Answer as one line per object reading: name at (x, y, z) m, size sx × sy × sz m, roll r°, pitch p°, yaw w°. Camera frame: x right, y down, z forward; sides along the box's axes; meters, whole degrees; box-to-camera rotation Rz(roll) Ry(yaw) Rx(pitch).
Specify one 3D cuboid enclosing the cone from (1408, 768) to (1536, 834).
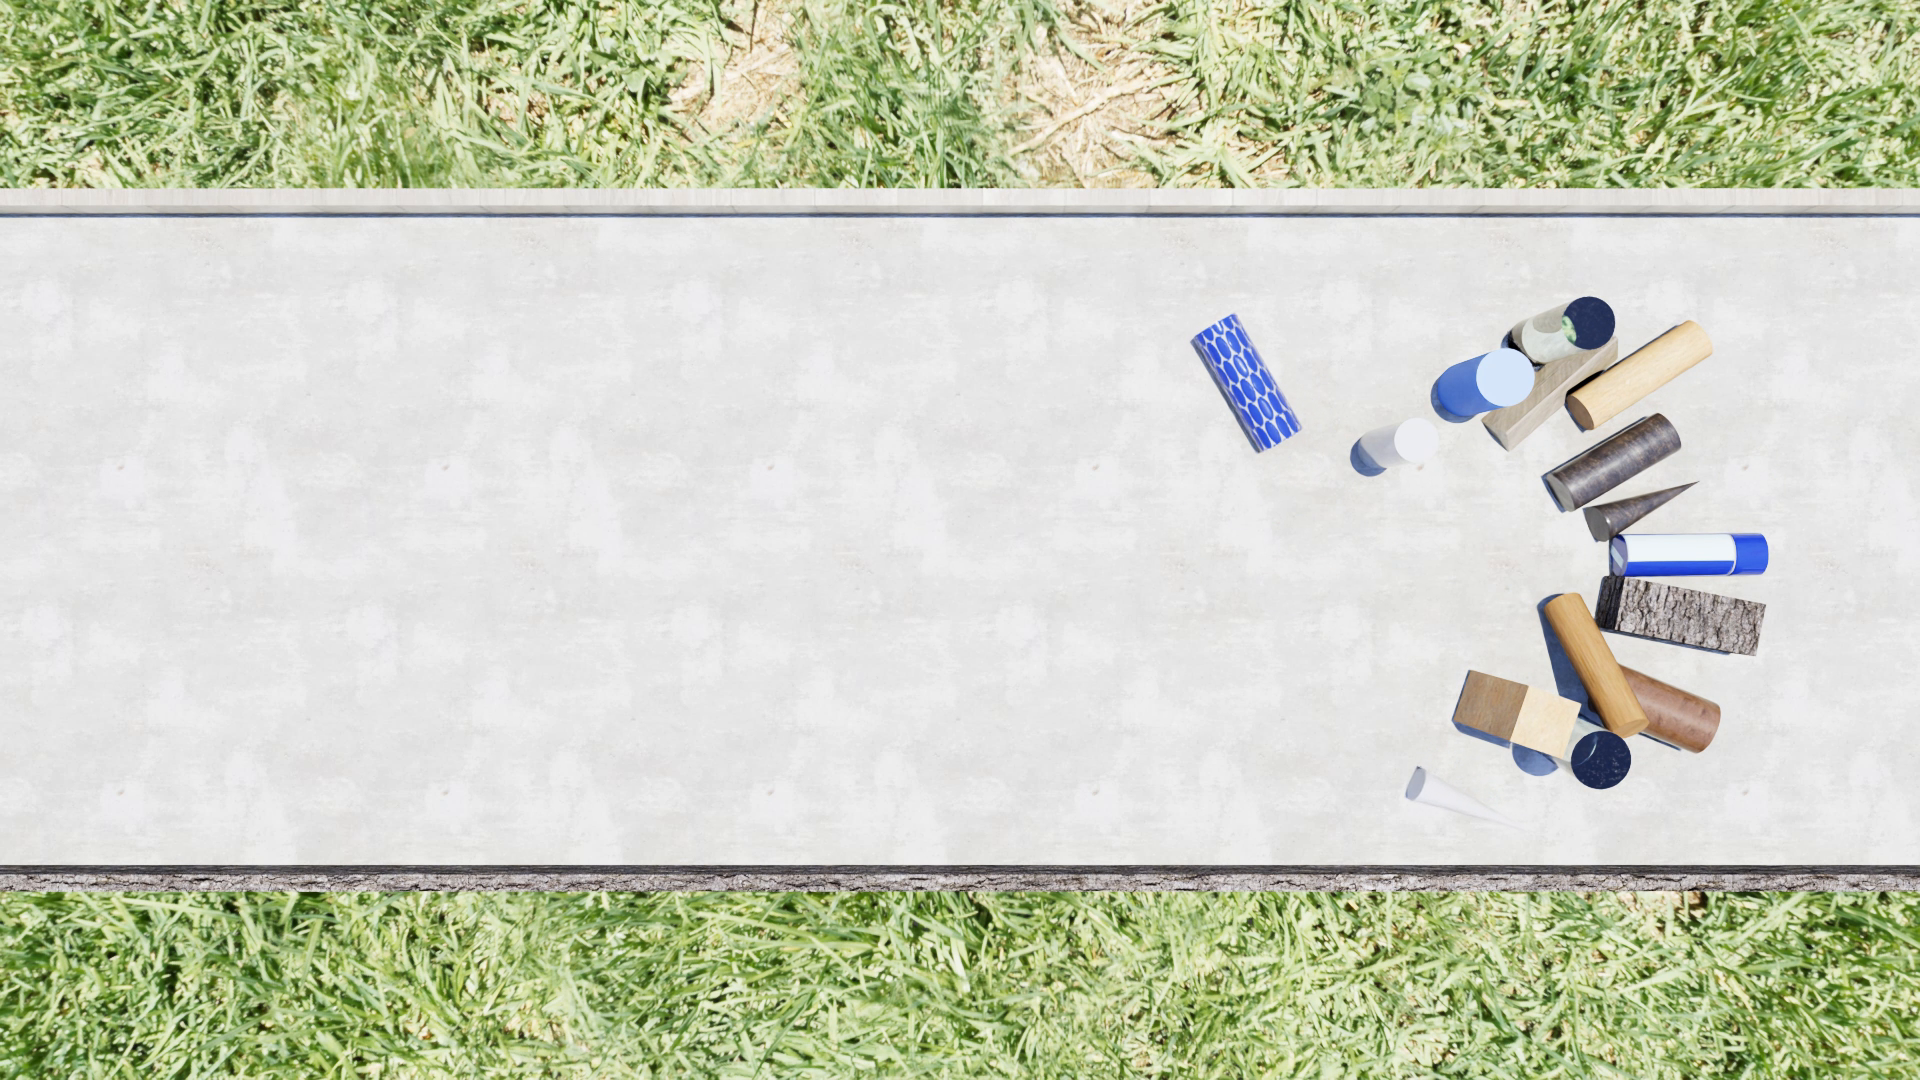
cone at (1.582, 0.823, 5.050) m, size 0.418 × 0.106 × 0.106 m, roll 23°, pitch 90°, yaw -7°

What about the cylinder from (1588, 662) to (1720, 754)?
cylinder at (2.099, 0.506, 4.992) m, size 0.333 × 0.168 × 0.168 m, roll 22°, pitch 90°, yaw 0°

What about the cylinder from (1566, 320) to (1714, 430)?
cylinder at (2.065, -0.500, 5.013) m, size 0.425 × 0.128 × 0.128 m, roll -32°, pitch 90°, yaw 0°

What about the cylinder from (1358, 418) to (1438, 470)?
cylinder at (1.287, -0.281, 4.861) m, size 0.126 × 0.431 × 0.126 m, roll 0°, pitch 90°, yaw 0°

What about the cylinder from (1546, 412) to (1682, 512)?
cylinder at (1.985, -0.235, 5.009) m, size 0.373 × 0.135 × 0.135 m, roll -30°, pitch 90°, yaw 0°

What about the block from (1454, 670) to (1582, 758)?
block at (1.639, 0.510, 4.872) m, size 0.166 × 0.392 × 0.166 m, roll 19°, pitch 90°, yaw -7°

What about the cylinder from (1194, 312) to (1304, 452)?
cylinder at (0.875, -0.478, 5.004) m, size 0.145 × 0.145 × 0.406 m, roll -30°, pitch 90°, yaw 0°

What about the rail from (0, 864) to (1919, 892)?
rail at (-2.247, 1.025, 5.001) m, size 12.000 × 0.150 × 0.050 m, roll 0°, pitch 90°, yaw 0°

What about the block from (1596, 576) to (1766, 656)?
block at (2.179, 0.229, 4.996) m, size 0.428 × 0.160 × 0.160 m, roll 11°, pitch 90°, yaw 0°

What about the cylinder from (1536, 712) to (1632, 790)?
cylinder at (1.813, 0.600, 4.857) m, size 0.169 × 0.424 × 0.169 m, roll 0°, pitch 95°, yaw 2°

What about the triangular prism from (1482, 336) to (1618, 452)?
triangular prism at (1.811, -0.464, 5.017) m, size 0.441 × 0.112 × 0.129 m, roll -41°, pitch 90°, yaw 0°

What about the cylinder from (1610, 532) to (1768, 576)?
cylinder at (2.214, 0.045, 5.011) m, size 0.423 × 0.131 × 0.131 m, roll -1°, pitch 90°, yaw 0°

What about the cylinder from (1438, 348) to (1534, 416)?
cylinder at (1.552, -0.463, 4.884) m, size 0.165 × 0.386 × 0.165 m, roll 0°, pitch 90°, yaw 0°

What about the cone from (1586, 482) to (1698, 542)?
cone at (2.110, -0.115, 5.048) m, size 0.371 × 0.117 × 0.117 m, roll -22°, pitch 90°, yaw -9°

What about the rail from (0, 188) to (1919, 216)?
rail at (-2.247, -1.025, 5.002) m, size 12.000 × 0.150 × 0.050 m, roll 0°, pitch 90°, yaw 0°

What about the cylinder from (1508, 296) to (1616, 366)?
cylinder at (1.762, -0.608, 4.849) m, size 0.151 × 0.454 × 0.151 m, roll 0°, pitch 90°, yaw 0°

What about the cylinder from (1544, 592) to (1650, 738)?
cylinder at (1.889, 0.372, 4.906) m, size 0.118 × 0.118 × 0.444 m, roll -17°, pitch 57°, yaw 0°
